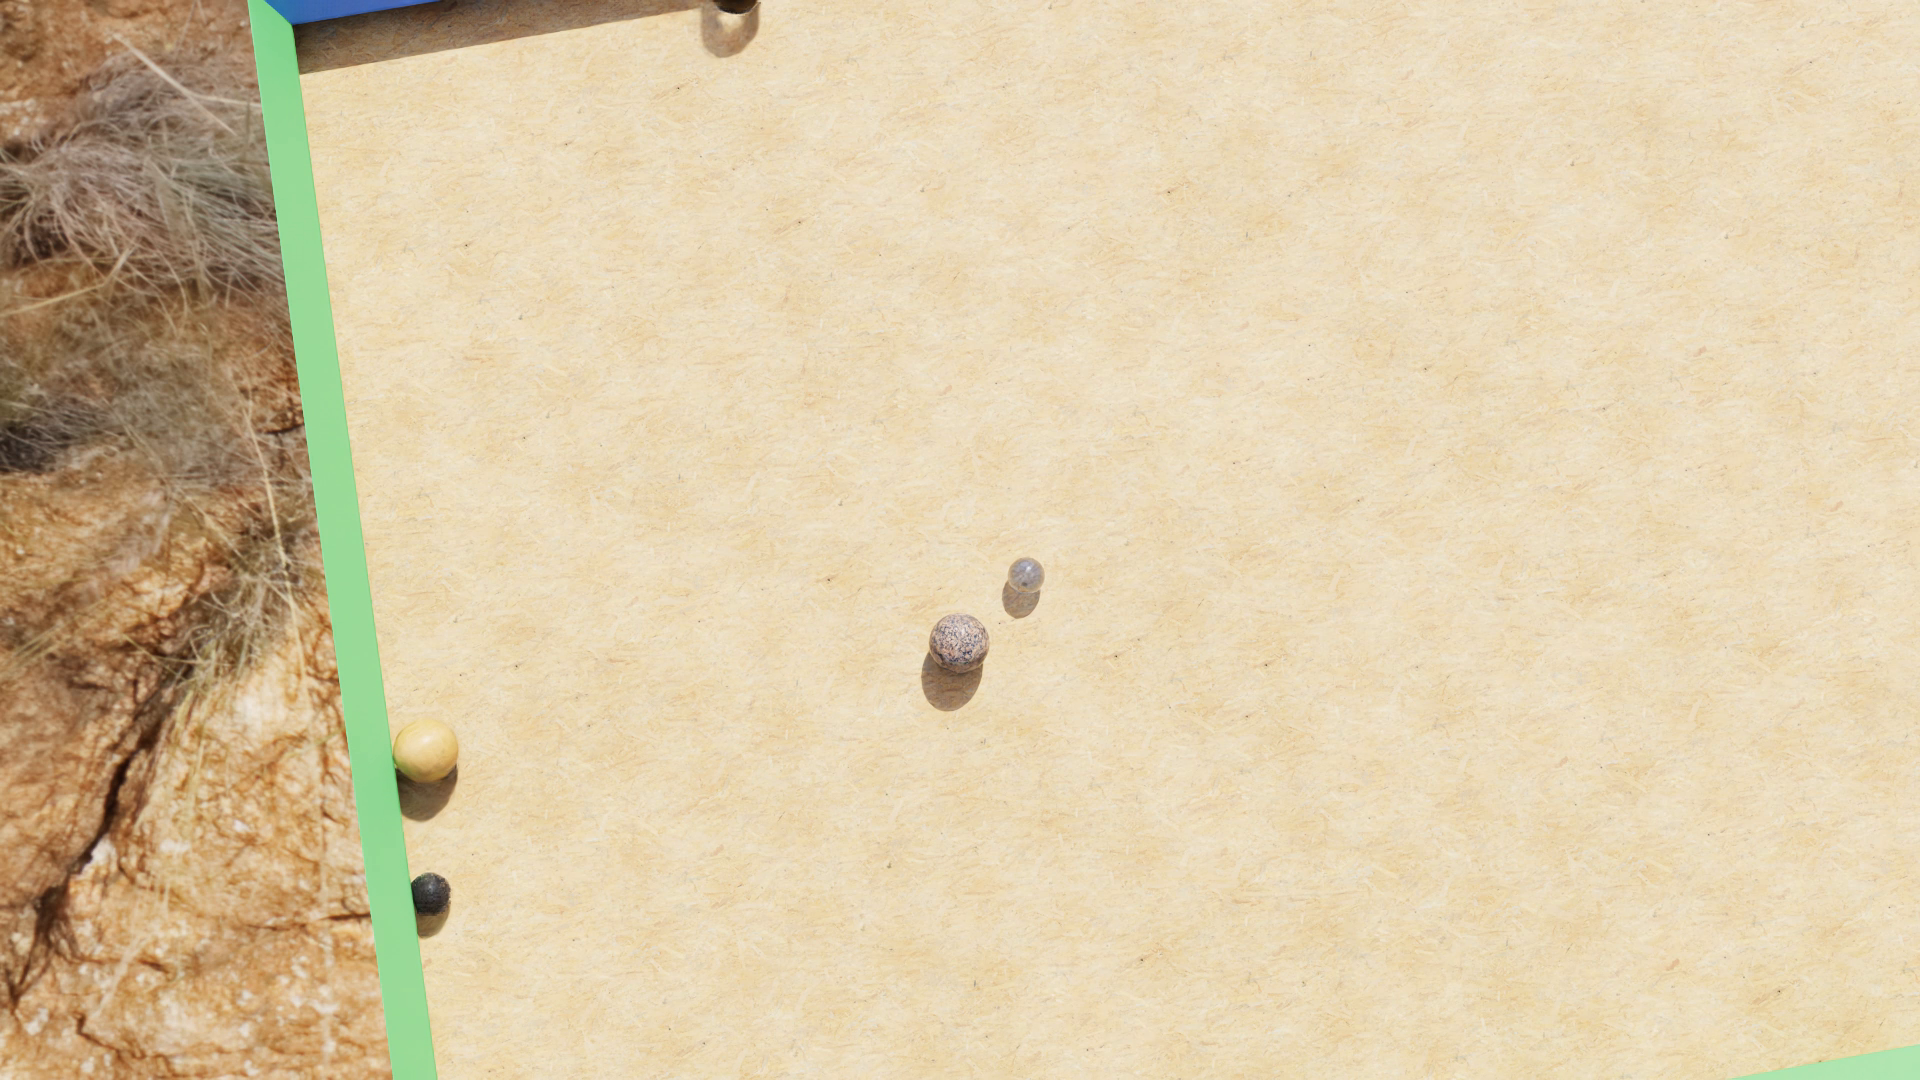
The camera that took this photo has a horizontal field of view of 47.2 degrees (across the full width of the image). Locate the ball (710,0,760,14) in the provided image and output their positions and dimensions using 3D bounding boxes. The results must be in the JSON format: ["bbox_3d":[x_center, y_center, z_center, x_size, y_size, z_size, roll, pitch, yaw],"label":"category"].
[{"bbox_3d":[-0.346,-0.856,3.380,0.094,0.094,0.094,0,82,0],"label":"ball"}]

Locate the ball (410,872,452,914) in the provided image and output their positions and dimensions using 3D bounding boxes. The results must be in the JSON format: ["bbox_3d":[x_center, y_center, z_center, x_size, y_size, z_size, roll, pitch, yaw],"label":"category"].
[{"bbox_3d":[-0.772,0.514,3.197,0.061,0.061,0.061,0,82,0],"label":"ball"}]

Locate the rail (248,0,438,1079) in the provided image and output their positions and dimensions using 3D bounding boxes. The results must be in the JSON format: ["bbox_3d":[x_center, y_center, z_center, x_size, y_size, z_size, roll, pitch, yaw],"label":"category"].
[{"bbox_3d":[-0.876,0.149,3.219,0.045,0.122,2.004,-10,82,-1],"label":"rail"}]

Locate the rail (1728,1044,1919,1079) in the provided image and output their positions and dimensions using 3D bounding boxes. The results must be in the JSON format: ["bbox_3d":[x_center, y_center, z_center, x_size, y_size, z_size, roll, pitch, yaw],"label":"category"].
[{"bbox_3d":[1.069,0.794,3.125,3.654,0.122,0.045,-10,82,-1],"label":"rail"}]

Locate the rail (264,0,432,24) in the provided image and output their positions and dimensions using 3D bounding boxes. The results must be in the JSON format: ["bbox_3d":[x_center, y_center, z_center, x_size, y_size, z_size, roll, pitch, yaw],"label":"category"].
[{"bbox_3d":[0.731,-1.114,3.403,3.654,0.122,0.045,-10,82,-1],"label":"rail"}]

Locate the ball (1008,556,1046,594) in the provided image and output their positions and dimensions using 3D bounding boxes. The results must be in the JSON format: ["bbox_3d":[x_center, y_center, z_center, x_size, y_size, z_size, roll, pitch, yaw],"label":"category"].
[{"bbox_3d":[0.099,0.053,3.267,0.057,0.057,0.057,0,82,0],"label":"ball"}]

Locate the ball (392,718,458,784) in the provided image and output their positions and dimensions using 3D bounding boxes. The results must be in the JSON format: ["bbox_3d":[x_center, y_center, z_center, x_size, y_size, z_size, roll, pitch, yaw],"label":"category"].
[{"bbox_3d":[-0.780,0.308,3.211,0.094,0.094,0.094,0,82,0],"label":"ball"}]

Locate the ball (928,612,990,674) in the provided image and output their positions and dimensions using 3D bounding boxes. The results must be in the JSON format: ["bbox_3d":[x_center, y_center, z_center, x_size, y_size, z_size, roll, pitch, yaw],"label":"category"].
[{"bbox_3d":[-0.001,0.152,3.236,0.090,0.090,0.090,0,82,0],"label":"ball"}]
